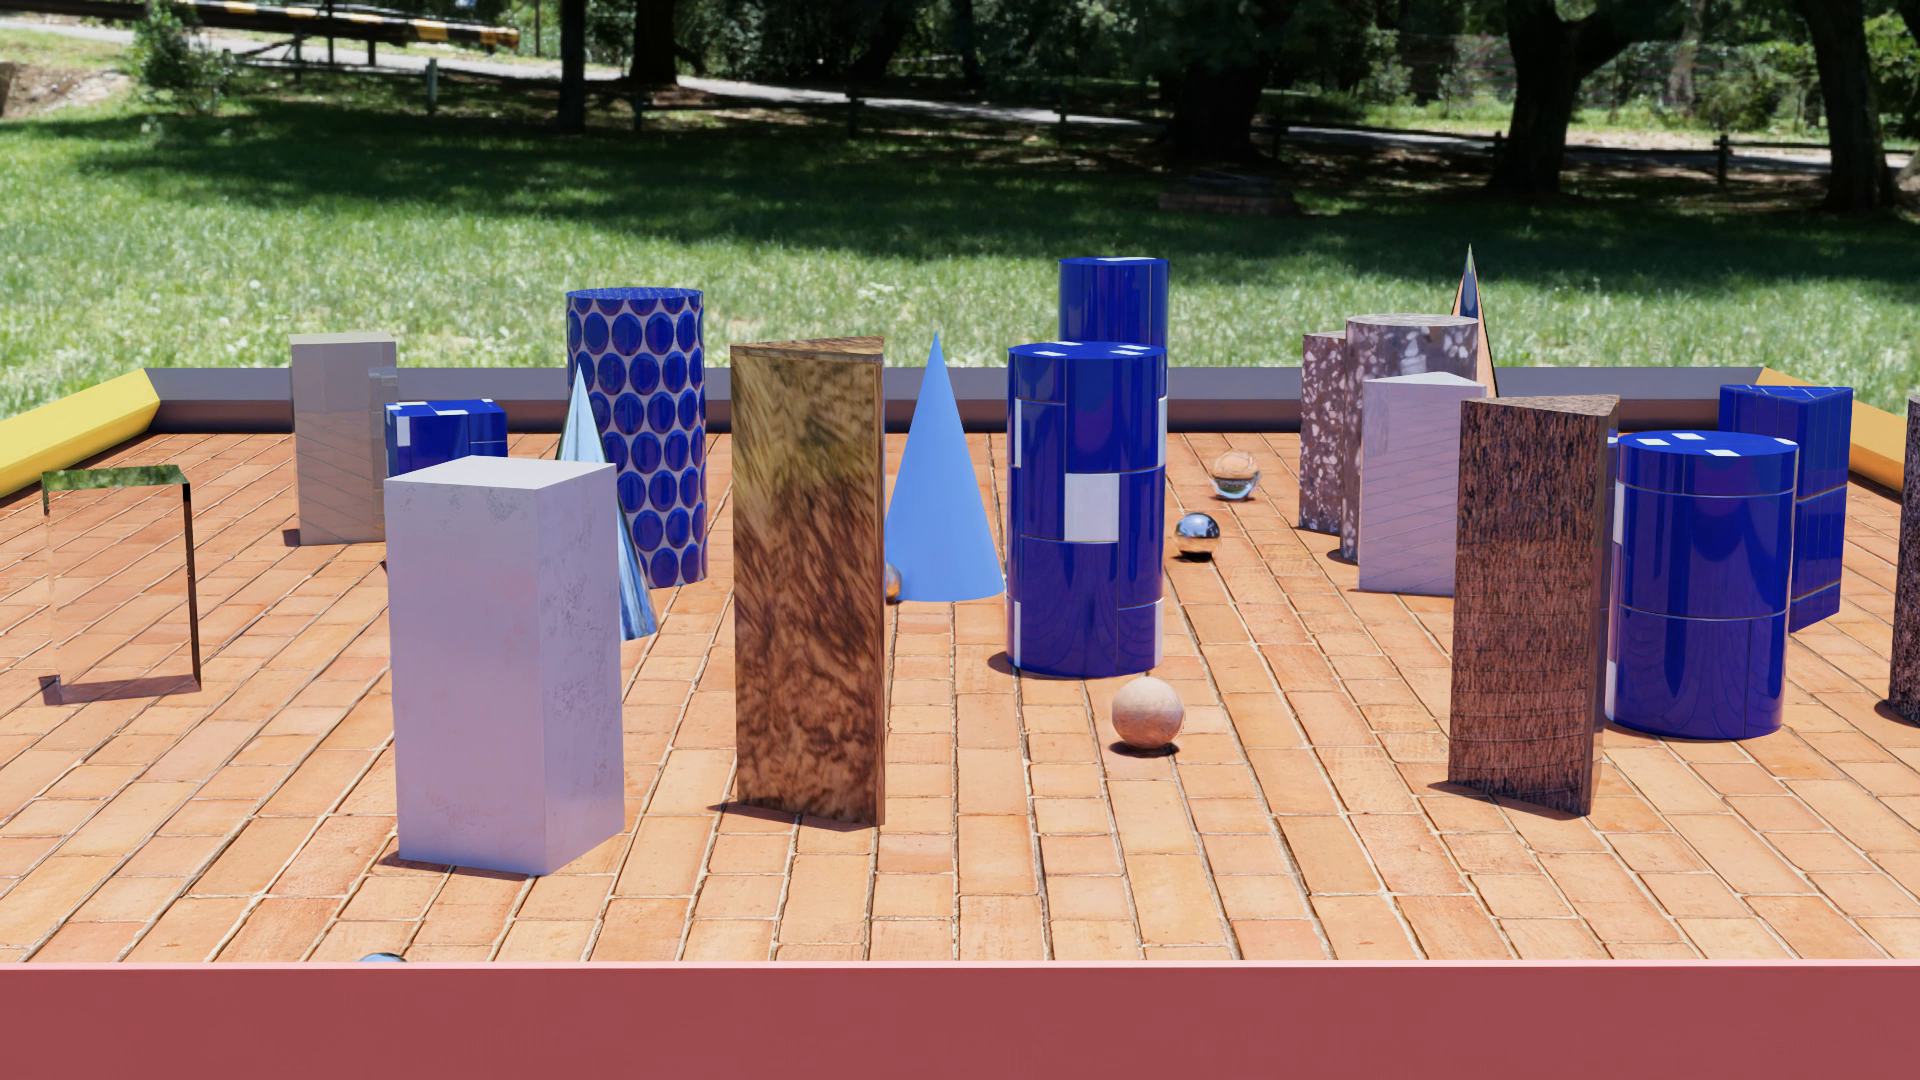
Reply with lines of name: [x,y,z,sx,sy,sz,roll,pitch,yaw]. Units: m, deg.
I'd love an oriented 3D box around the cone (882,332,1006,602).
cone: [-0.033,-0.112,3.578,0.194,0.364,0.194,0,11,0]

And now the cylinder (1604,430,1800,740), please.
cylinder: [0.826,0.047,2.865,0.194,0.314,0.194,0,11,0]

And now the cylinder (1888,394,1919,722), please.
cylinder: [1.160,0.021,2.891,0.194,0.355,0.194,0,11,0]

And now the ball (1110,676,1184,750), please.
ball: [0.201,0.186,2.759,0.078,0.078,0.078,0,11,0]

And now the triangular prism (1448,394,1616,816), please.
triangular prism: [0.612,0.056,2.590,0.145,0.395,0.168,-9,14,-41]

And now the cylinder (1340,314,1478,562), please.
cylinder: [0.668,-0.152,3.822,0.194,0.354,0.194,0,11,0]

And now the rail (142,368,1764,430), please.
rail: [-0.010,-0.279,5.128,3.252,0.126,0.045,0,11,0]

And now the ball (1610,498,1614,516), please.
ball: [1.041,-0.044,4.078,0.048,0.048,0.048,0,11,0]

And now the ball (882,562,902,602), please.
ball: [-0.106,0.058,3.512,0.055,0.055,0.055,0,11,0]

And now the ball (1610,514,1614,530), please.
ball: [0.993,-0.008,3.812,0.075,0.075,0.075,0,11,0]

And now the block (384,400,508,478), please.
block: [-0.748,-0.077,3.743,0.155,0.235,0.155,-4,11,-19]

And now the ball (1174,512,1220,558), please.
ball: [0.353,-0.006,3.820,0.069,0.069,0.069,0,11,0]

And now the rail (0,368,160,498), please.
rail: [-1.602,0.034,3.440,0.045,0.126,3.463,0,11,0]

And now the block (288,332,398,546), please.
block: [-0.957,-0.161,3.994,0.155,0.309,0.155,-3,11,-16]

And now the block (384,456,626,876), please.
block: [-0.422,0.112,2.395,0.155,0.356,0.155,4,11,19]

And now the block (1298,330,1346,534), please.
block: [0.649,-0.171,4.056,0.155,0.307,0.155,-9,14,-40]

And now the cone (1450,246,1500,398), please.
cone: [0.853,-0.285,4.330,0.194,0.431,0.194,0,11,0]

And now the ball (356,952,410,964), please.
ball: [-0.443,0.344,1.964,0.057,0.057,0.057,0,11,0]

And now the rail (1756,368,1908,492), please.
rail: [1.602,0.031,3.458,0.045,0.126,3.463,0,11,0]

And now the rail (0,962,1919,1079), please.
rail: [0.010,0.344,1.770,3.252,0.126,0.045,0,11,0]

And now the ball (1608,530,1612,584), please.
ball: [0.921,0.024,3.638,0.076,0.076,0.076,0,11,0]

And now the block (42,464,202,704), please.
block: [-0.992,0.049,3.033,0.155,0.248,0.155,-4,11,-22]

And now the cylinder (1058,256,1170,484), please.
cylinder: [0.267,-0.295,4.498,0.194,0.388,0.194,0,11,0]

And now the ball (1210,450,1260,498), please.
ball: [0.466,-0.112,4.350,0.082,0.082,0.082,0,11,0]

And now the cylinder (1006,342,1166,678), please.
cylinder: [0.154,-0.041,3.144,0.194,0.384,0.194,0,11,0]

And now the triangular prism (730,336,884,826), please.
triangular prism: [-0.114,0.032,2.544,0.168,0.458,0.145,6,12,28]

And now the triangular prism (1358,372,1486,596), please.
triangular prism: [0.662,-0.083,3.616,0.168,0.294,0.145,4,11,20]

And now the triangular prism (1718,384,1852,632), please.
triangular prism: [1.073,-0.050,3.409,0.145,0.304,0.168,8,13,38]

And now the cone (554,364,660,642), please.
cone: [-0.488,-0.056,3.320,0.194,0.348,0.194,0,11,0]

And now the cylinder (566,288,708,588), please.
cylinder: [-0.460,-0.149,3.659,0.194,0.407,0.194,0,11,0]
